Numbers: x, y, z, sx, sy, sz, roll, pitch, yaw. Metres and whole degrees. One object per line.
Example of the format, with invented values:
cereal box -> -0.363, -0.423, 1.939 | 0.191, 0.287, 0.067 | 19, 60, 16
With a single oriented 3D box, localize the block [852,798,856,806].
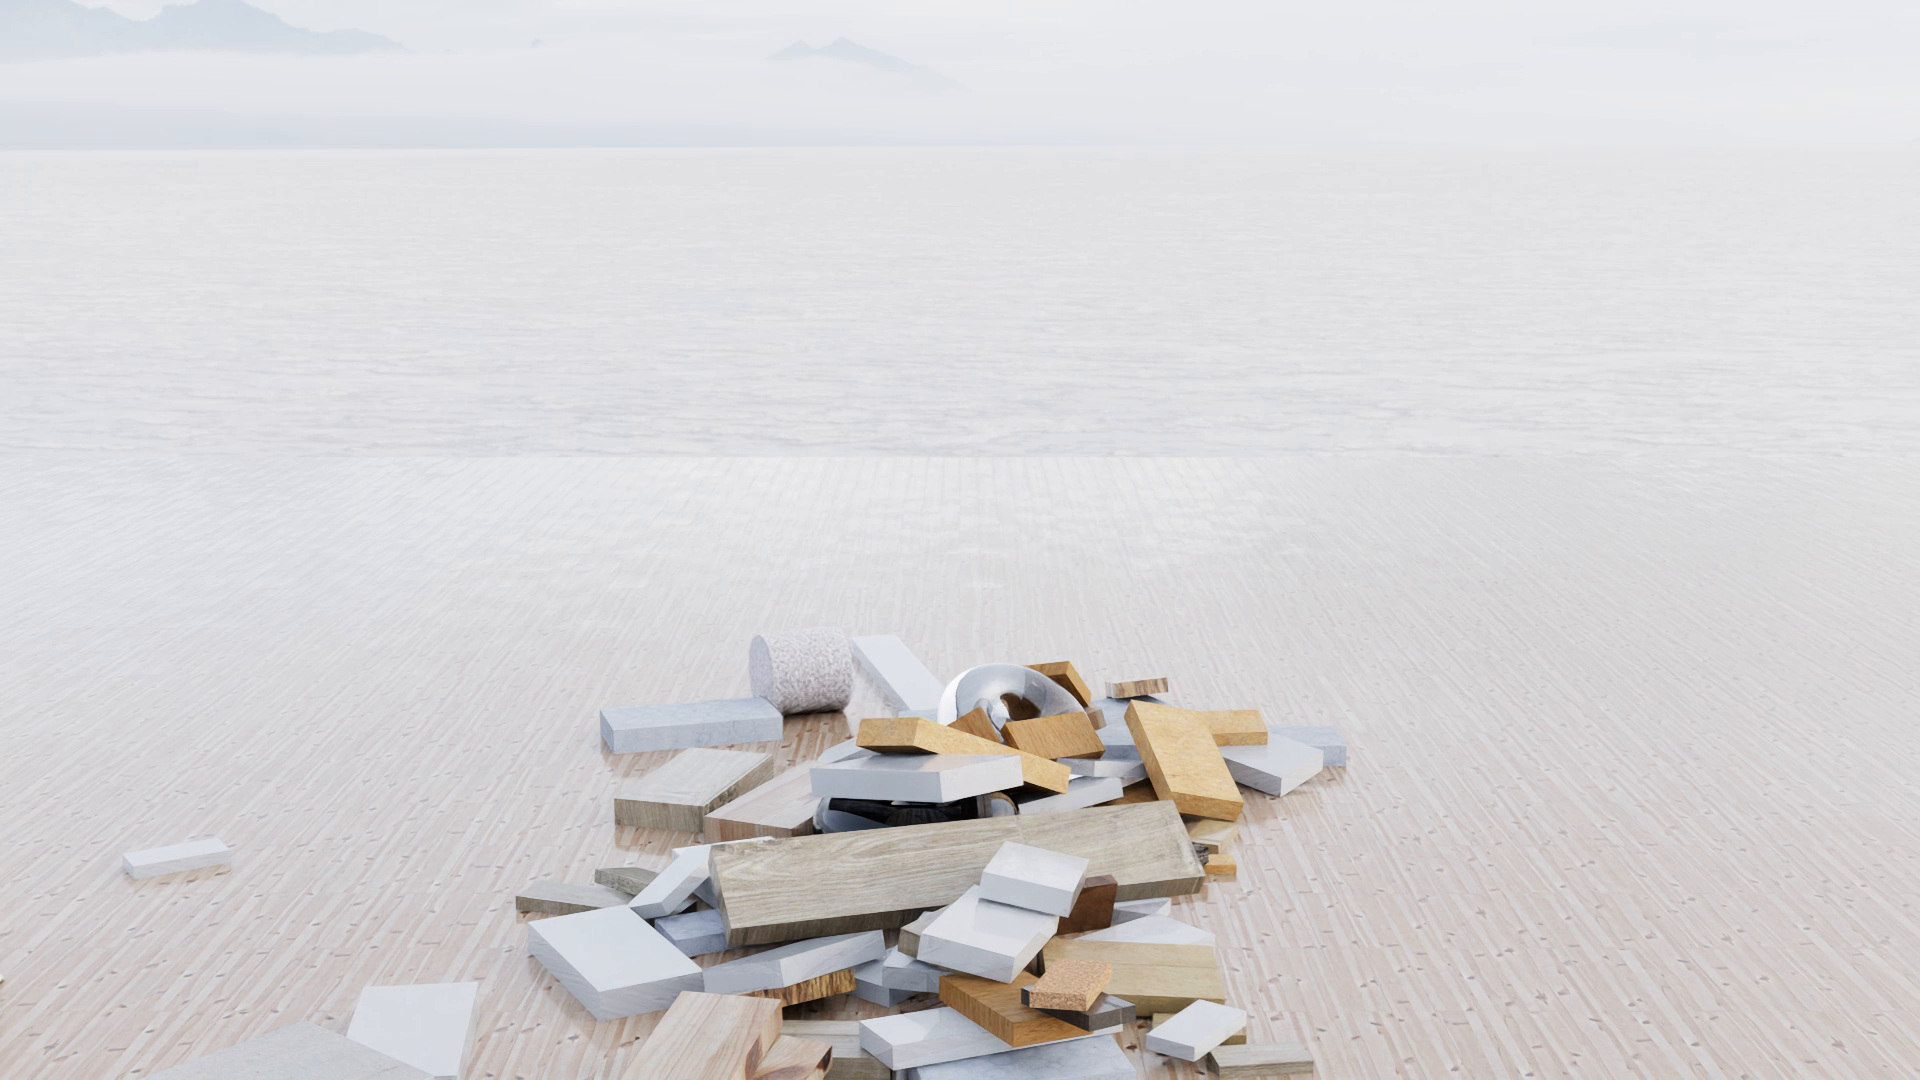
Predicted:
block -> -0.102, 0.457, 4.063 | 0.176, 0.088, 0.025 | 6, 35, -24

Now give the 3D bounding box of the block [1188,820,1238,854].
block -> 0.448, 0.531, 3.934 | 0.066, 0.019, 0.132 | 4, 11, 22

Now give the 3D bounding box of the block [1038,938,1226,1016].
block -> 0.247, 0.636, 3.189 | 0.255, 0.036, 0.127 | 3, 25, -4

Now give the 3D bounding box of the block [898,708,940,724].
block -> -0.065, 0.414, 4.256 | 0.122, 0.034, 0.243 | -4, 32, 6

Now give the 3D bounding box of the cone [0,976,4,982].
cone -> -1.520, 0.613, 3.197 | 0.283, 0.283, 0.283 | 10, -12, 44

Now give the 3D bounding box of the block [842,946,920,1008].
block -> -0.078, 0.644, 3.300 | 0.103, 0.029, 0.206 | 8, 13, 38

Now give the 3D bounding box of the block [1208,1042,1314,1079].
block -> 0.408, 0.707, 2.989 | 0.130, 0.018, 0.065 | -2, 11, -8

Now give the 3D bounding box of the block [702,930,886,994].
block -> -0.238, 0.616, 3.208 | 0.136, 0.039, 0.272 | -13, -6, 29

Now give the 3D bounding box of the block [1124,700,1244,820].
block -> 0.419, 0.413, 4.149 | 0.148, 0.042, 0.297 | 11, 27, -18

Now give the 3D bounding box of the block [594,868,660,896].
block -> -0.528, 0.567, 3.646 | 0.081, 0.023, 0.162 | 4, -1, -40

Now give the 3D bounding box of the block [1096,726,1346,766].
block -> 0.468, 0.418, 4.480 | 0.613, 0.042, 0.148 | 0, 11, 1

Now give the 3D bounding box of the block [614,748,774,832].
block -> -0.500, 0.471, 4.173 | 0.177, 0.050, 0.354 | 3, 11, 16

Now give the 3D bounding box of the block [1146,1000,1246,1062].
block -> 0.327, 0.677, 3.040 | 0.075, 0.021, 0.150 | 7, 13, 34

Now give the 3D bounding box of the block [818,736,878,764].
block -> -0.200, 0.411, 4.280 | 0.189, 0.027, 0.095 | -25, 12, 27

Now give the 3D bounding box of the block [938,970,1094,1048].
block -> 0.073, 0.628, 2.972 | 0.117, 0.033, 0.234 | -4, 6, -25

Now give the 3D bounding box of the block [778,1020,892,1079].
block -> -0.212, 0.696, 3.002 | 0.243, 0.034, 0.121 | 0, 11, 2

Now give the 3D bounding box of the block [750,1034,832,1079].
block -> -0.261, 0.711, 2.830 | 0.114, 0.032, 0.228 | 6, 20, 19

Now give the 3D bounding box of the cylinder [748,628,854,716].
cylinder -> -0.348, 0.289, 4.801 | 0.179, 0.179, 0.179 | -4, 11, -23

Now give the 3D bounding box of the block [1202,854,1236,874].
block -> 0.417, 0.559, 3.792 | 0.112, 0.016, 0.056 | 0, 11, -2

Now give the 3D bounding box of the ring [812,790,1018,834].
ring -> -0.074, 0.496, 3.845 | 0.369, 0.123, 0.369 | 0, 9, 0

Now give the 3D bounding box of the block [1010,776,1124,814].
block -> 0.164, 0.479, 4.043 | 0.243, 0.034, 0.121 | -11, 3, -25

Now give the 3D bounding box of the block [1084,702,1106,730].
block -> 0.141, 0.389, 4.427 | 0.277, 0.039, 0.139 | -20, 16, -13

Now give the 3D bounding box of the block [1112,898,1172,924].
block -> 0.247, 0.595, 3.575 | 0.172, 0.024, 0.086 | 5, 12, 24

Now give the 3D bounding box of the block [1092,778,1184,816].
block -> 0.371, 0.487, 4.132 | 0.121, 0.034, 0.243 | 9, 14, 39

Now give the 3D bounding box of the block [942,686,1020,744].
block -> 0.017, 0.391, 4.346 | 0.139, 0.039, 0.277 | 2, 33, 16

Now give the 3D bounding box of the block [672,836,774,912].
block -> -0.341, 0.553, 3.615 | 0.176, 0.050, 0.352 | -5, 5, -22

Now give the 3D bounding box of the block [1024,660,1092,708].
block -> 0.140, 0.302, 4.445 | 0.226, 0.113, 0.032 | -8, 47, 28

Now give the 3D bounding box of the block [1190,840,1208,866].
block -> 0.319, 0.533, 3.795 | 0.201, 0.028, 0.100 | 15, 27, 43

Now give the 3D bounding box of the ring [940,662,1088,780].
ring -> 0.110, 0.370, 4.250 | 0.322, 0.107, 0.322 | 16, 39, -13

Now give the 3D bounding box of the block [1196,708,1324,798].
block -> 0.548, 0.416, 4.333 | 0.297, 0.042, 0.148 | 18, 28, 38

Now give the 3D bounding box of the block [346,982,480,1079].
block -> -0.753, 0.690, 3.006 | 0.161, 0.046, 0.322 | -1, 11, -7

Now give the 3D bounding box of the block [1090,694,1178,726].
block -> 0.314, 0.379, 4.700 | 0.277, 0.039, 0.139 | -5, 12, -27
